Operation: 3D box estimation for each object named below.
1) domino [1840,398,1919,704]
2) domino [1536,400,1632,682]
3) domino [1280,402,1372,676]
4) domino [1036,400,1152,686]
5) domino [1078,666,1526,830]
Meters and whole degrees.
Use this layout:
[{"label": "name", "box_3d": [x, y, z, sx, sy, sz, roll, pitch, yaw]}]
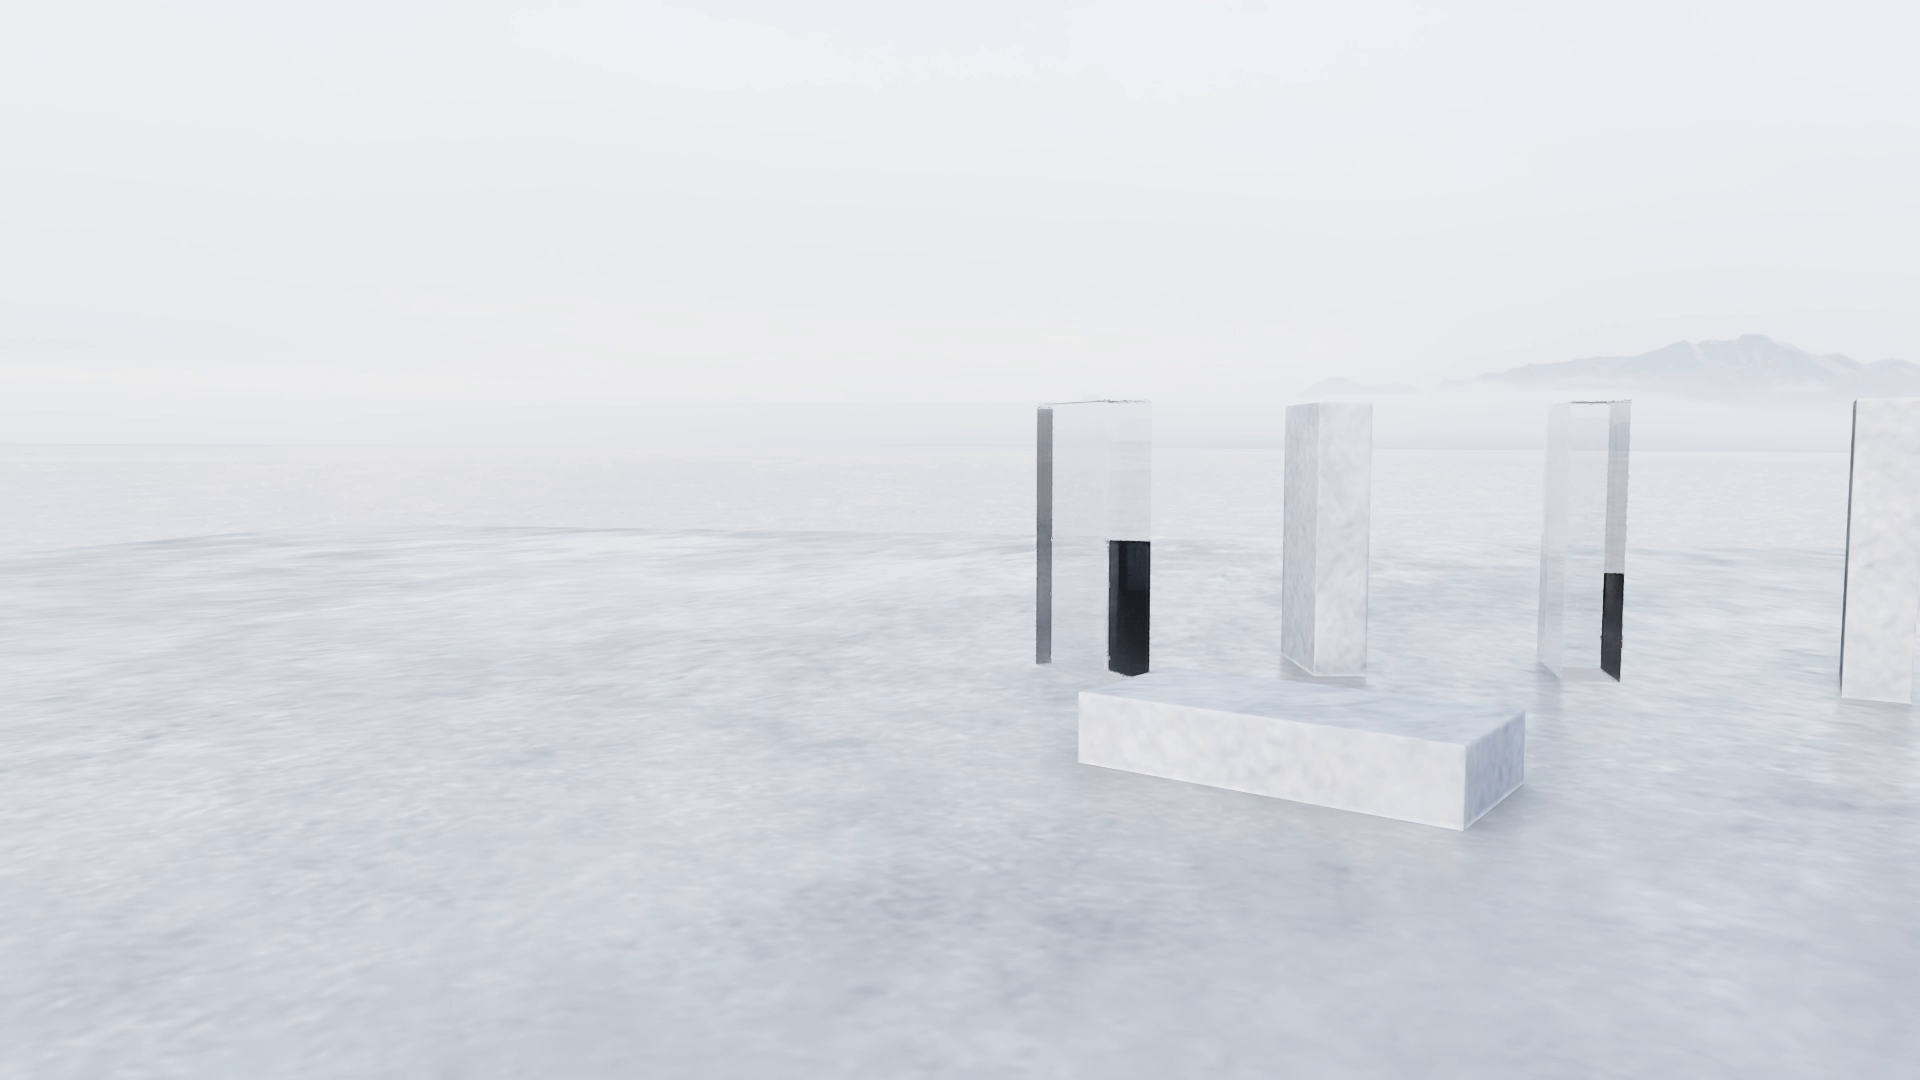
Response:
[{"label": "domino", "box_3d": [0.159, 0.001, 0.221, 0.010, 0.050, 0.025, 3, 5, 33]}, {"label": "domino", "box_3d": [0.116, 0.000, 0.240, 0.010, 0.050, 0.025, 1, 4, 14]}, {"label": "domino", "box_3d": [0.070, -0.001, 0.246, 0.009, 0.050, 0.025, 0, 4, 0]}, {"label": "domino", "box_3d": [0.024, 0.000, 0.237, 0.010, 0.050, 0.025, -2, 5, -25]}, {"label": "domino", "box_3d": [0.043, 0.025, 0.166, 0.050, 0.009, 0.025, 3, 5, 38]}]
